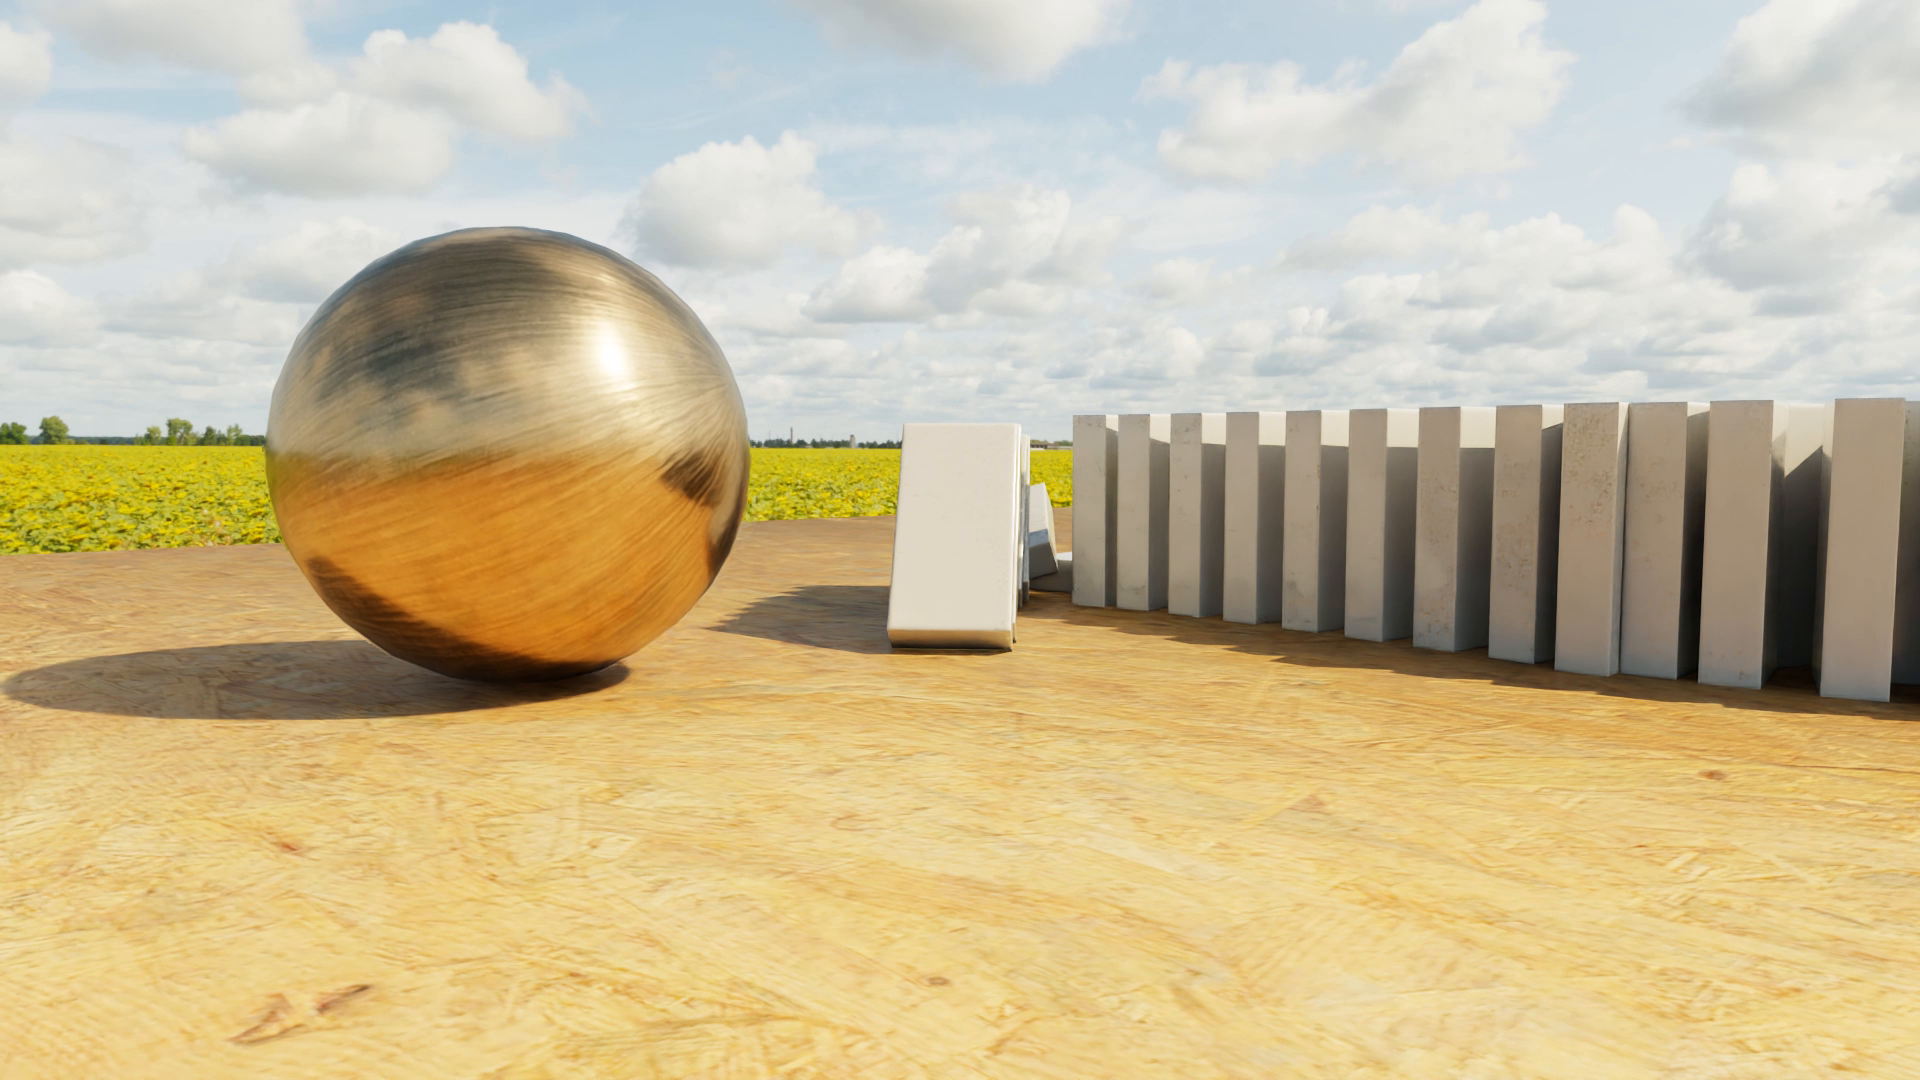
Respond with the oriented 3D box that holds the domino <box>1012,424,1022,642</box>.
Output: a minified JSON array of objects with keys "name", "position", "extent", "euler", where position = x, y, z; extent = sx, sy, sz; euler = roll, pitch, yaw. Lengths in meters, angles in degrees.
[{"name":"domino","position":[0.001,-0.002,0.285],"extent":[0.025,0.050,0.010],"euler":[0,-29,5]}]

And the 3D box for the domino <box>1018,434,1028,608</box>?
[{"name":"domino","position":[0.005,-0.006,0.344],"extent":[0.025,0.050,0.010],"euler":[1,-34,5]}]

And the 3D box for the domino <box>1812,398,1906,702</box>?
[{"name":"domino","position":[0.155,0.001,0.223],"extent":[0.009,0.050,0.025],"euler":[3,5,31]}]

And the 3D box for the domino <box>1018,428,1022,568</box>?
[{"name":"domino","position":[0.003,-0.006,0.331],"extent":[0.025,0.050,0.010],"euler":[0,-30,5]}]

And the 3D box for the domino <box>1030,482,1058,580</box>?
[{"name":"domino","position":[0.015,-0.001,0.381],"extent":[0.025,0.009,0.050],"euler":[-15,20,8]}]

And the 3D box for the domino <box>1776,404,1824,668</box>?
[{"name":"domino","position":[0.164,-0.001,0.250],"extent":[0.025,0.050,0.010],"euler":[-2,5,-22]}]

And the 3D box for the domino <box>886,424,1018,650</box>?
[{"name":"domino","position":[-0.001,-0.001,0.274],"extent":[0.025,0.050,0.009],"euler":[0,-29,5]}]

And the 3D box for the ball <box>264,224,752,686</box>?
[{"name":"ball","position":[-0.077,-0.014,0.227],"extent":[0.080,0.080,0.080],"euler":[0,4,0]}]

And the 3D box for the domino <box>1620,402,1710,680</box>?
[{"name":"domino","position":[0.134,-0.001,0.242],"extent":[0.010,0.050,0.025],"euler":[4,6,43]}]

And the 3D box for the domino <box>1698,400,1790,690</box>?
[{"name":"domino","position":[0.143,0.000,0.233],"extent":[0.009,0.050,0.025],"euler":[3,5,38]}]

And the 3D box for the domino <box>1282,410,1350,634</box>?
[{"name":"domino","position":[0.087,-0.005,0.299],"extent":[0.025,0.050,0.009],"euler":[-3,6,-39]}]

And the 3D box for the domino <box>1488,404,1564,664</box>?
[{"name":"domino","position":[0.118,-0.002,0.257],"extent":[0.025,0.050,0.010],"euler":[-3,5,-36]}]

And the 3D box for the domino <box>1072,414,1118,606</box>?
[{"name":"domino","position":[0.040,-0.008,0.346],"extent":[0.010,0.050,0.025],"euler":[3,5,32]}]

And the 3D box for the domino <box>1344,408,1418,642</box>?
[{"name":"domino","position":[0.098,-0.004,0.285],"extent":[0.025,0.050,0.009],"euler":[-3,5,-37]}]

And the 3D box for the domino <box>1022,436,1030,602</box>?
[{"name":"domino","position":[0.007,-0.007,0.356],"extent":[0.025,0.050,0.010],"euler":[0,-35,4]}]

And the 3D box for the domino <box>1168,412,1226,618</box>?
[{"name":"domino","position":[0.065,-0.007,0.325],"extent":[0.025,0.050,0.010],"euler":[-4,6,-43]}]

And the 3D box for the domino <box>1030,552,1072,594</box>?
[{"name":"domino","position":[0.045,0.009,0.387],"extent":[0.025,0.010,0.050],"euler":[3,5,39]}]

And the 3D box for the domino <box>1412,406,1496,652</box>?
[{"name":"domino","position":[0.108,-0.003,0.271],"extent":[0.025,0.050,0.010],"euler":[-3,5,-36]}]

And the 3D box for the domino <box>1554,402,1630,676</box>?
[{"name":"domino","position":[0.124,-0.001,0.245],"extent":[0.010,0.050,0.025],"euler":[4,6,43]}]

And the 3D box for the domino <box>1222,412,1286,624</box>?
[{"name":"domino","position":[0.076,-0.006,0.312],"extent":[0.025,0.050,0.010],"euler":[-4,6,-40]}]

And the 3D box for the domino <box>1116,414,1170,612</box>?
[{"name":"domino","position":[0.052,-0.008,0.337],"extent":[0.010,0.050,0.025],"euler":[4,6,40]}]

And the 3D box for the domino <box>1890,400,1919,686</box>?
[{"name":"domino","position":[0.174,0.000,0.236],"extent":[0.010,0.050,0.025],"euler":[2,5,29]}]
